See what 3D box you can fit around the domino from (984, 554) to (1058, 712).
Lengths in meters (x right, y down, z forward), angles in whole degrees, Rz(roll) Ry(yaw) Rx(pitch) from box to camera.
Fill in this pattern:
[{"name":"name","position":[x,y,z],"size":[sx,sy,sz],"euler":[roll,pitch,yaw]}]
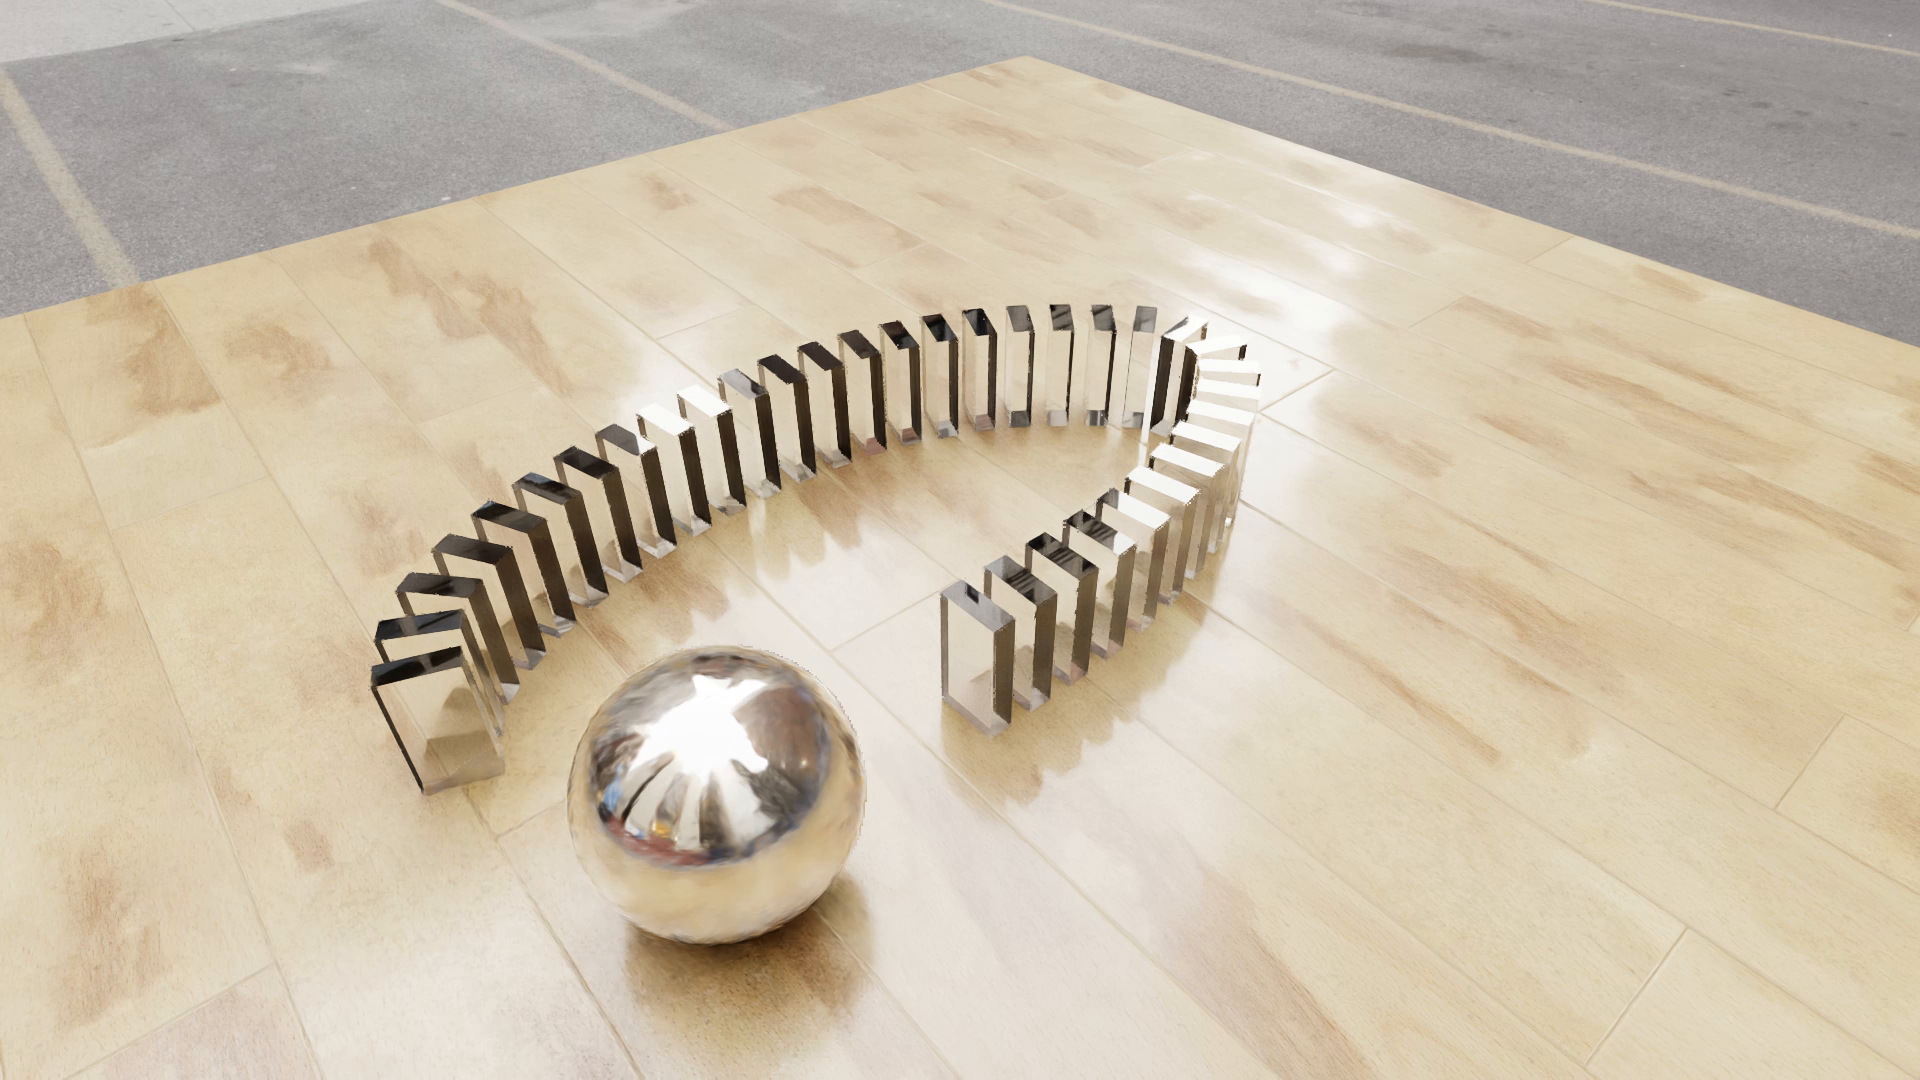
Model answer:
[{"name":"domino","position":[0.020,0.032,0.372],"size":[0.010,0.050,0.025],"euler":[-28,47,-30]}]

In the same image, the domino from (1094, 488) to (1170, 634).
[{"name":"domino","position":[0.061,0.008,0.402],"size":[0.025,0.050,0.010],"euler":[30,48,31]}]

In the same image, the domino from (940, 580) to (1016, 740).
[{"name":"domino","position":[0.005,0.040,0.363],"size":[0.010,0.050,0.025],"euler":[-30,48,-31]}]

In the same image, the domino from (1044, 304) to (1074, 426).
[{"name":"domino","position":[0.046,-0.081,0.510],"size":[0.010,0.050,0.025],"euler":[0,39,0]}]

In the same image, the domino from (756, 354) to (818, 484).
[{"name":"domino","position":[-0.074,-0.052,0.475],"size":[0.009,0.050,0.025],"euler":[-26,46,-28]}]

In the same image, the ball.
[{"name":"ball","position":[-0.066,0.069,0.303],"size":[0.080,0.080,0.080],"euler":[0,39,0]}]

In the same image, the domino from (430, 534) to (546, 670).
[{"name":"domino","position":[-0.164,0.022,0.384],"size":[0.025,0.050,0.010],"euler":[11,41,13]}]

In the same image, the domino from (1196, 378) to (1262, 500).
[{"name":"domino","position":[0.109,-0.042,0.463],"size":[0.025,0.050,0.009],"euler":[11,41,13]}]

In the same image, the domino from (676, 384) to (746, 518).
[{"name":"domino","position":[-0.103,-0.037,0.456],"size":[0.010,0.050,0.025],"euler":[-32,49,-33]}]

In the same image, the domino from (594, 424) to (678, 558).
[{"name":"domino","position":[-0.128,-0.019,0.435],"size":[0.025,0.050,0.010],"euler":[26,46,28]}]

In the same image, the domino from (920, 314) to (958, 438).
[{"name":"domino","position":[-0.009,-0.075,0.503],"size":[0.009,0.050,0.025],"euler":[-12,41,-14]}]

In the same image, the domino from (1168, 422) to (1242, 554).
[{"name":"domino","position":[0.094,-0.020,0.436],"size":[0.025,0.050,0.009],"euler":[20,44,23]}]

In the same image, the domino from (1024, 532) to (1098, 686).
[{"name":"domino","position":[0.034,0.024,0.382],"size":[0.010,0.050,0.025],"euler":[-29,47,-31]}]

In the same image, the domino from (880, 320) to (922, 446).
[{"name":"domino","position":[-0.027,-0.071,0.498],"size":[0.010,0.050,0.025],"euler":[-15,42,-18]}]

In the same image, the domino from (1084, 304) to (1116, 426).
[{"name":"domino","position":[0.064,-0.081,0.510],"size":[0.009,0.050,0.025],"euler":[0,39,1]}]

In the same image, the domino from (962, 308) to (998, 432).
[{"name":"domino","position":[0.009,-0.078,0.507],"size":[0.009,0.050,0.025],"euler":[-9,40,-11]}]

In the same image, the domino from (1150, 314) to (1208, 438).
[{"name":"domino","position":[0.100,-0.075,0.503],"size":[0.009,0.050,0.025],"euler":[27,46,29]}]

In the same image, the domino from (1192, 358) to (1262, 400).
[{"name":"domino","position":[0.113,-0.054,0.477],"size":[0.025,0.050,0.010],"euler":[3,39,4]}]

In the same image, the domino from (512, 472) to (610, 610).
[{"name":"domino","position":[-0.149,0.001,0.411],"size":[0.025,0.050,0.009],"euler":[20,43,23]}]

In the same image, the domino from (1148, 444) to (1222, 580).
[{"name":"domino","position":[0.084,-0.011,0.424],"size":[0.025,0.050,0.010],"euler":[24,45,26]}]

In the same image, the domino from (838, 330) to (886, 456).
[{"name":"domino","position":[-0.044,-0.065,0.491],"size":[0.009,0.050,0.025],"euler":[-19,43,-22]}]

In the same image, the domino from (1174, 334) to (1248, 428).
[{"name":"domino","position":[0.111,-0.065,0.491],"size":[0.025,0.050,0.009],"euler":[-14,41,-17]}]

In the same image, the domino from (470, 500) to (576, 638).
[{"name":"domino","position":[-0.157,0.011,0.398],"size":[0.025,0.050,0.009],"euler":[16,42,18]}]

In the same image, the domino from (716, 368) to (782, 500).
[{"name":"domino","position":[-0.089,-0.045,0.466],"size":[0.010,0.050,0.025],"euler":[-29,47,-30]}]

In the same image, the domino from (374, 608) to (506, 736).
[{"name":"domino","position":[-0.167,0.046,0.356],"size":[0.025,0.050,0.009],"euler":[-8,40,-10]}]

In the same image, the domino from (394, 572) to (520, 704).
[{"name":"domino","position":[-0.168,0.034,0.370],"size":[0.025,0.050,0.009],"euler":[5,40,6]}]

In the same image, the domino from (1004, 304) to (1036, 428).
[{"name":"domino","position":[0.027,-0.080,0.509],"size":[0.009,0.050,0.025],"euler":[-4,39,-5]}]

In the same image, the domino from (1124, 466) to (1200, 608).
[{"name":"domino","position":[0.073,-0.001,0.413],"size":[0.025,0.050,0.010],"euler":[27,46,29]}]

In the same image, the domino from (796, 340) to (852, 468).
[{"name":"domino","position":[-0.059,-0.059,0.484],"size":[0.009,0.050,0.025],"euler":[-23,45,-26]}]

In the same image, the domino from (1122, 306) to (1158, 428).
[{"name":"domino","position":[0.083,-0.080,0.509],"size":[0.009,0.050,0.025],"euler":[7,40,9]}]

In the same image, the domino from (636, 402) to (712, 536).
[{"name":"domino","position":[-0.116,-0.028,0.446],"size":[0.025,0.050,0.010],"euler":[29,48,31]}]

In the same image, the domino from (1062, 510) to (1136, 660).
[{"name":"domino","position":[0.048,0.016,0.391],"size":[0.009,0.050,0.025],"euler":[-31,48,-32]}]

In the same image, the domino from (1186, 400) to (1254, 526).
[{"name":"domino","position":[0.103,-0.031,0.449],"size":[0.025,0.050,0.009],"euler":[16,42,18]}]

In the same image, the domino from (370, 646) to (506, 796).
[{"name":"domino","position":[-0.161,0.057,0.342],"size":[0.025,0.050,0.009],"euler":[-13,41,-16]}]

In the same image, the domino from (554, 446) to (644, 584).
[{"name":"domino","position":[-0.139,-0.009,0.423],"size":[0.025,0.050,0.009],"euler":[23,45,26]}]
